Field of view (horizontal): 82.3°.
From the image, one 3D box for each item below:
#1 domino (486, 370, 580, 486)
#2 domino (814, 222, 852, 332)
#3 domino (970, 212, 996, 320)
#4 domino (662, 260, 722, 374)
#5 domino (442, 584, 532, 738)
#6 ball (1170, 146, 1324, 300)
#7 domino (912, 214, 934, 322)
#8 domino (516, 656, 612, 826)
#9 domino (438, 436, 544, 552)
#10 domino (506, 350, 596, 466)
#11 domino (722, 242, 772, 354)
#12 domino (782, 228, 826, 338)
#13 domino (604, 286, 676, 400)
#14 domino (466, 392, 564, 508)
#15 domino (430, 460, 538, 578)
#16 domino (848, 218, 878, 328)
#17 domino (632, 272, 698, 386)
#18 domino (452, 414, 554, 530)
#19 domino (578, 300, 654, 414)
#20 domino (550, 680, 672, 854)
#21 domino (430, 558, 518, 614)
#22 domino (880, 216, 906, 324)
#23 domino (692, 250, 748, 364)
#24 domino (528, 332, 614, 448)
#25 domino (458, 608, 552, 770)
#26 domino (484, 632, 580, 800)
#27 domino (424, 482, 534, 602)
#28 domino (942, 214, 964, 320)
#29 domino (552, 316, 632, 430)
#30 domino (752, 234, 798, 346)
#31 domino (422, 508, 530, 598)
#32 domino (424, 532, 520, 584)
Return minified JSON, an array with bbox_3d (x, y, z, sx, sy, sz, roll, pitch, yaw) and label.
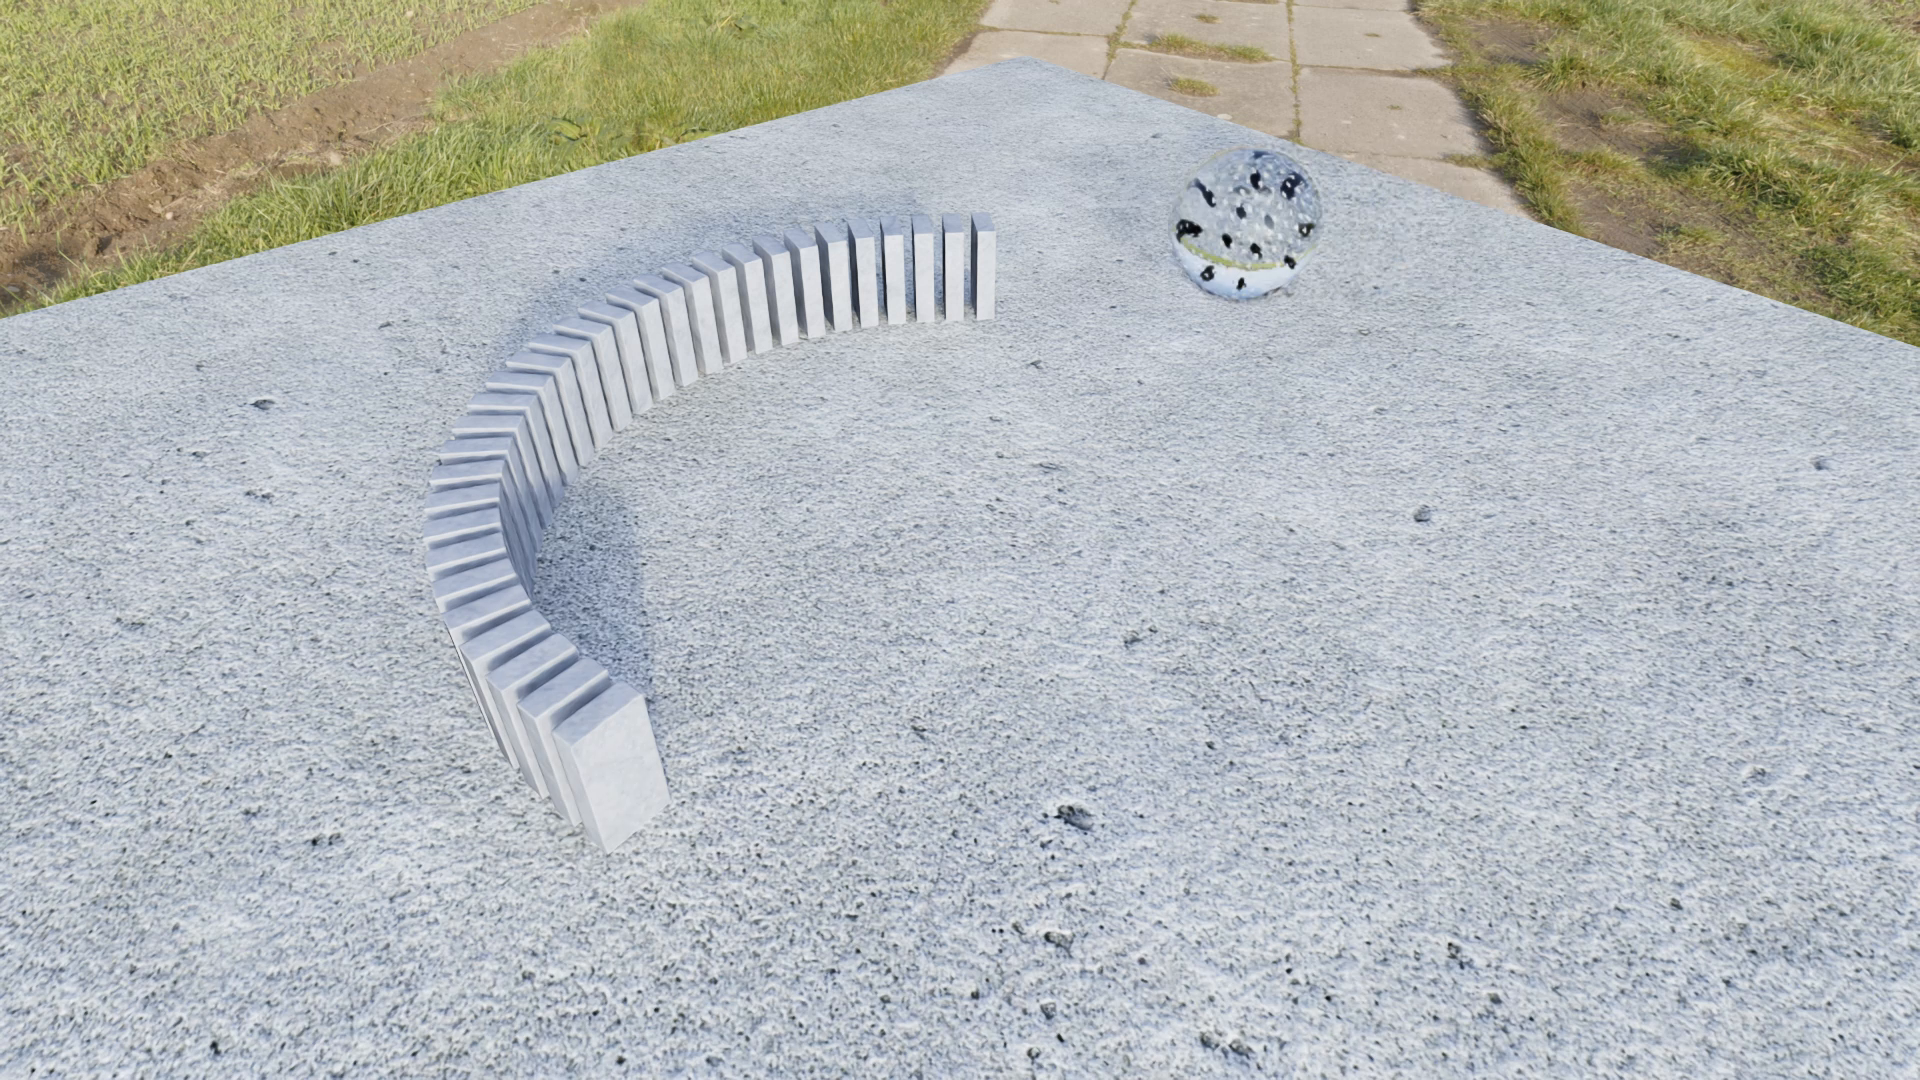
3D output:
[{"bbox_3d":[-0.182,-0.047,0.469,0.025,0.050,0.010,6,40,7],"label":"domino"},{"bbox_3d":[-0.067,-0.139,0.581,0.010,0.050,0.025,-15,42,-17],"label":"domino"},{"bbox_3d":[0.012,-0.147,0.591,0.010,0.050,0.025,-5,40,-6],"label":"domino"},{"bbox_3d":[-0.133,-0.110,0.546,0.025,0.050,0.010,31,48,32],"label":"domino"},{"bbox_3d":[-0.150,0.040,0.362,0.025,0.050,0.010,-24,45,-26],"label":"domino"},{"bbox_3d":[0.155,-0.171,0.597,0.080,0.080,0.080,0,39,0],"label":"ball"},{"bbox_3d":[-0.020,-0.145,0.589,0.009,0.050,0.025,-4,39,-5],"label":"domino"},{"bbox_3d":[-0.116,0.062,0.336,0.010,0.050,0.025,27,46,29],"label":"domino"},{"bbox_3d":[-0.183,-0.016,0.432,0.025,0.050,0.009,-4,39,-4],"label":"domino"},{"bbox_3d":[-0.178,-0.057,0.481,0.025,0.050,0.010,9,40,11],"label":"domino"},{"bbox_3d":[-0.109,-0.124,0.562,0.010,0.050,0.025,-25,46,-27],"label":"domino"},{"bbox_3d":[-0.081,-0.134,0.575,0.009,0.050,0.025,-18,43,-21],"label":"domino"},{"bbox_3d":[-0.153,-0.094,0.526,0.025,0.050,0.010,23,45,25],"label":"domino"},{"bbox_3d":[-0.184,-0.037,0.456,0.025,0.050,0.010,2,39,3],"label":"domino"},{"bbox_3d":[-0.181,-0.006,0.419,0.025,0.050,0.009,-7,40,-8],"label":"domino"},{"bbox_3d":[-0.052,-0.142,0.585,0.009,0.050,0.025,-10,40,-11],"label":"domino"},{"bbox_3d":[-0.143,-0.102,0.536,0.025,0.050,0.009,27,46,29],"label":"domino"},{"bbox_3d":[-0.184,-0.027,0.444,0.025,0.050,0.009,-1,39,-1],"label":"domino"},{"bbox_3d":[-0.161,-0.085,0.516,0.025,0.050,0.009,19,43,22],"label":"domino"},{"bbox_3d":[-0.103,0.068,0.328,0.009,0.050,0.025,26,46,28],"label":"domino"},{"bbox_3d":[-0.158,0.032,0.373,0.025,0.050,0.010,-20,43,-23],"label":"domino"},{"bbox_3d":[-0.036,-0.144,0.587,0.009,0.050,0.025,-6,40,-7],"label":"domino"},{"bbox_3d":[-0.121,-0.117,0.554,0.009,0.050,0.025,-30,48,-31],"label":"domino"},{"bbox_3d":[-0.174,-0.067,0.493,0.025,0.050,0.009,12,41,14],"label":"domino"},{"bbox_3d":[-0.140,0.048,0.353,0.025,0.050,0.010,-30,48,-32],"label":"domino"},{"bbox_3d":[-0.128,0.055,0.344,0.010,0.050,0.025,29,48,31],"label":"domino"},{"bbox_3d":[-0.177,0.004,0.407,0.025,0.050,0.009,-10,40,-12],"label":"domino"},{"bbox_3d":[-0.004,-0.146,0.590,0.010,0.050,0.025,-3,39,-4],"label":"domino"},{"bbox_3d":[-0.168,-0.076,0.505,0.025,0.050,0.009,15,42,18],"label":"domino"},{"bbox_3d":[-0.095,-0.129,0.569,0.009,0.050,0.025,-21,44,-24],"label":"domino"},{"bbox_3d":[-0.172,0.013,0.395,0.025,0.050,0.009,-13,41,-16],"label":"domino"},{"bbox_3d":[-0.166,0.023,0.384,0.025,0.050,0.009,-17,42,-19],"label":"domino"}]
